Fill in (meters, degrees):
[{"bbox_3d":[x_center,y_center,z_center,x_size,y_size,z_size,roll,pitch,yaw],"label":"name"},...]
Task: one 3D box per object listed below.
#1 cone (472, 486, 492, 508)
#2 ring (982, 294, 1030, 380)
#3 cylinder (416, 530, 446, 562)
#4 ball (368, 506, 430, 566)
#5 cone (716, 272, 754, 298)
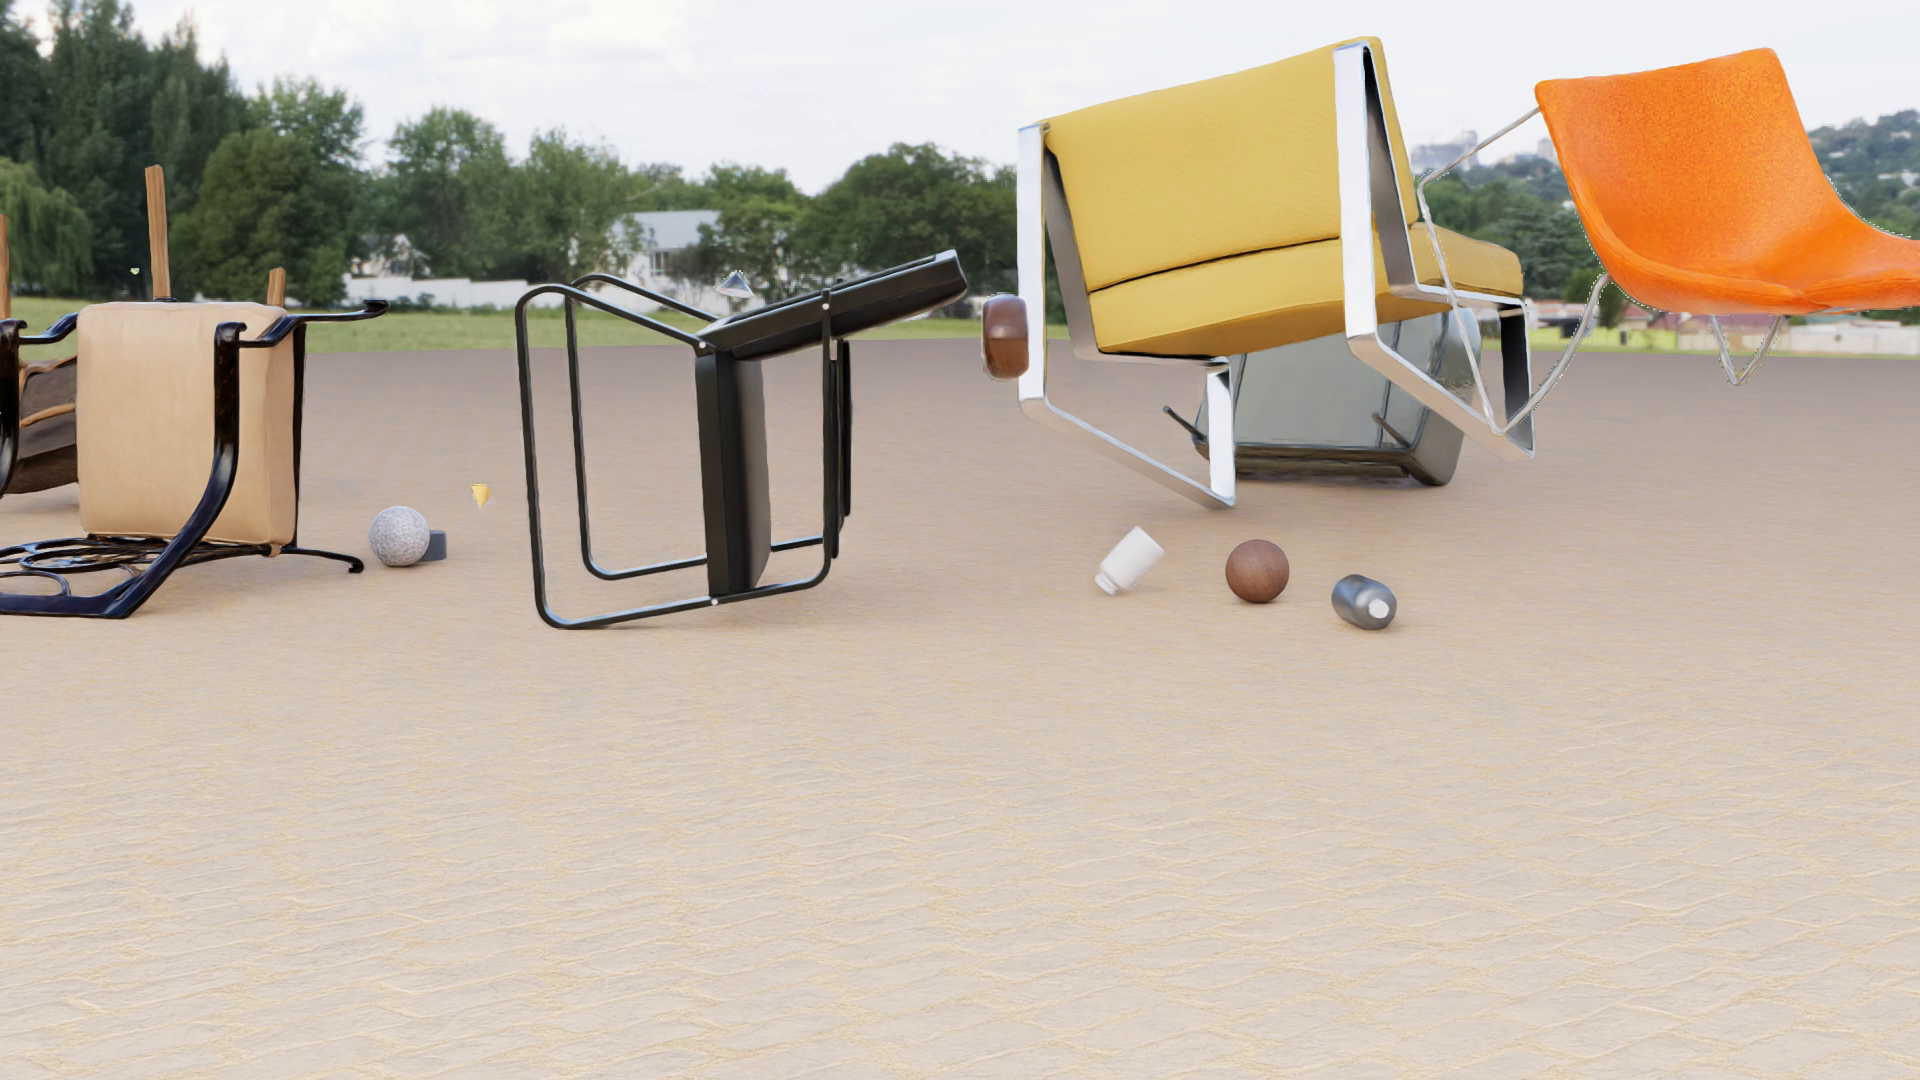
[{"bbox_3d":[-1.309,-0.109,7.013,0.051,0.062,0.057,-27,-46,25],"label":"cone"},{"bbox_3d":[0.085,-0.375,4.734,0.082,0.157,0.213,-3,11,2],"label":"ring"},{"bbox_3d":[-1.238,0.013,5.974,0.080,0.063,0.103,0,6,5],"label":"cylinder"},{"bbox_3d":[-1.273,-0.008,5.825,0.137,0.137,0.137,0,6,0],"label":"ball"},{"bbox_3d":[-0.684,-0.789,7.851,0.120,0.066,0.116,7,-7,13],"label":"cone"}]
